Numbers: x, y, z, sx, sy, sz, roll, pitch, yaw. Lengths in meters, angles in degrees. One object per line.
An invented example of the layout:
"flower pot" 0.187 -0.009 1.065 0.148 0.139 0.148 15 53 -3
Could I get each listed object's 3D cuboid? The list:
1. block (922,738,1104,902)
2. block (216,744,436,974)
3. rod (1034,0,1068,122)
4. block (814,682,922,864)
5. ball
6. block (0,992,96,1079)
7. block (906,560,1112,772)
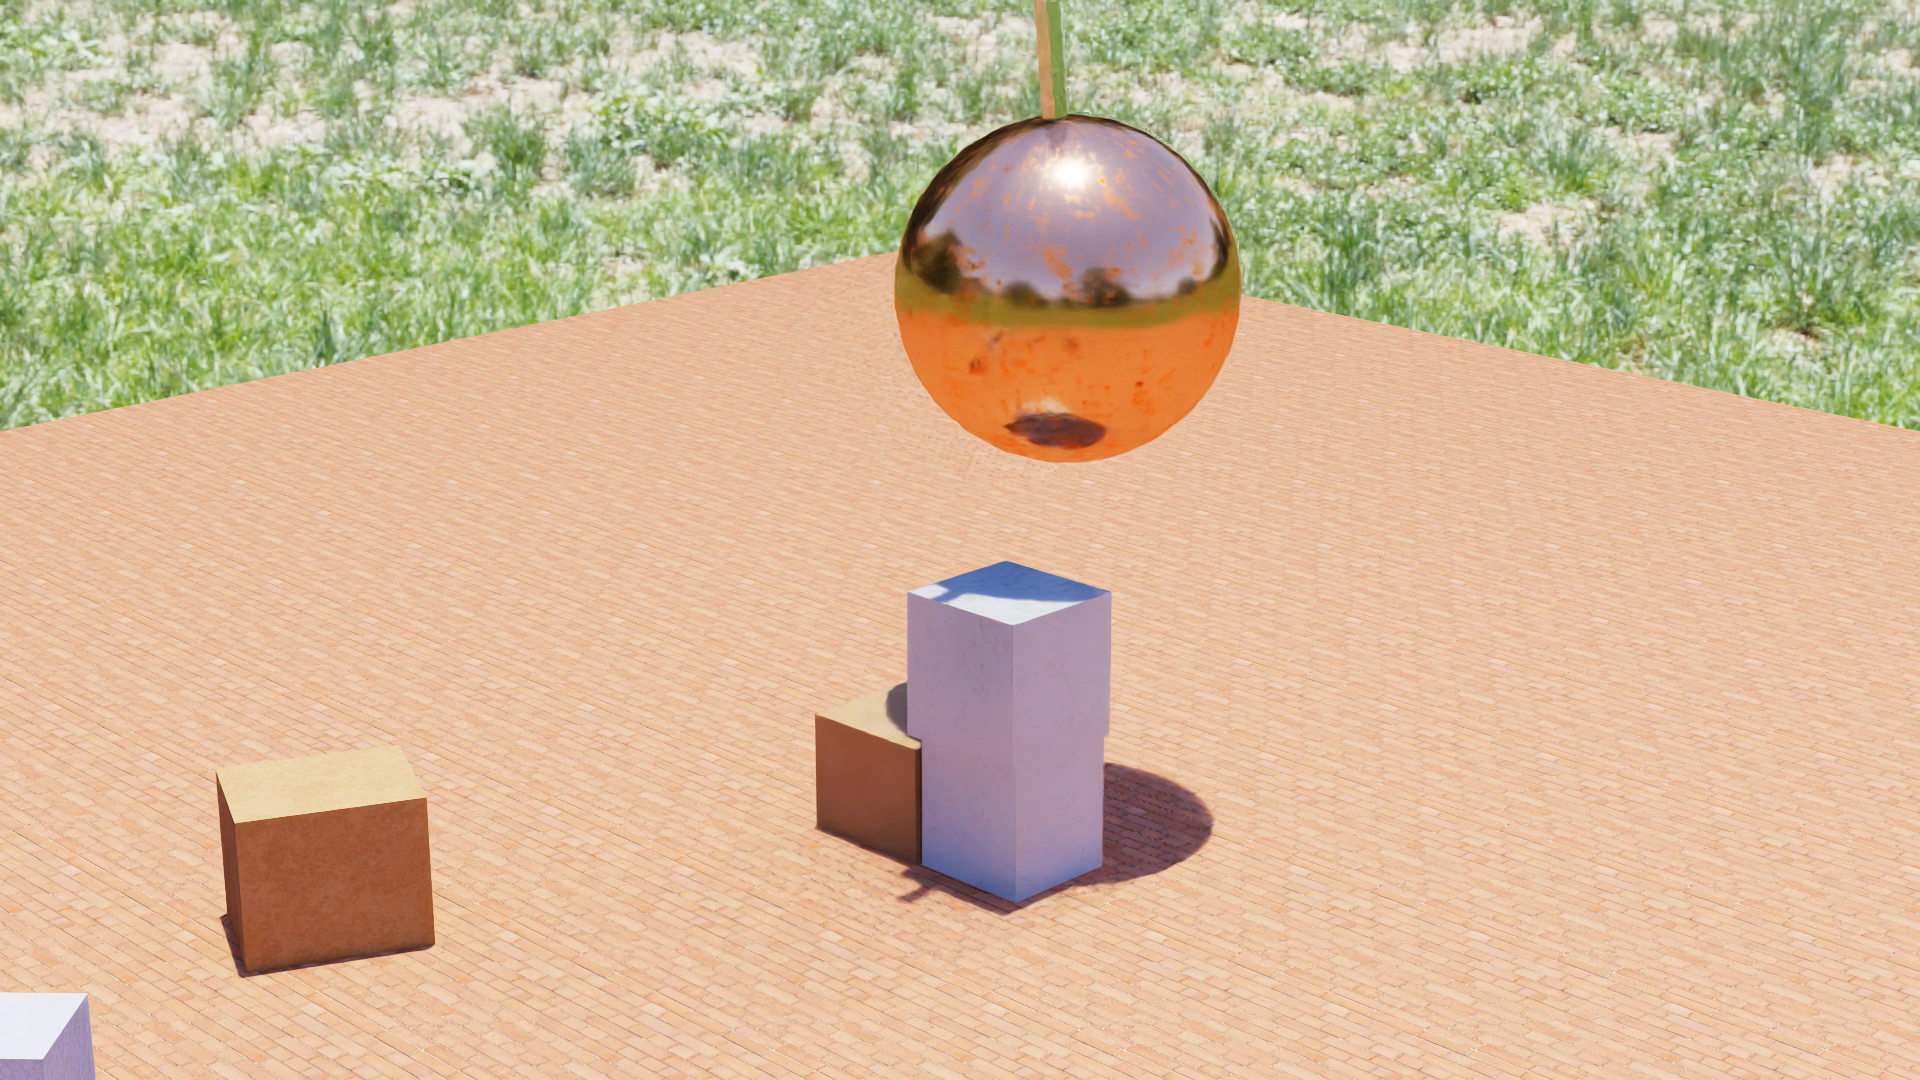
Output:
"block" 0.240 1.195 13.459 0.575 0.650 0.601 -17 24 -42
"block" -2.773 1.380 12.803 0.806 0.690 0.655 -6 19 -20
"rod" 0.214 -4.292 12.217 0.080 5.200 0.080 17 31 42
"block" -0.220 1.093 13.918 0.674 0.570 0.641 16 24 42
"ball" 0.494 -1.154 13.496 1.600 1.600 1.600 0 17 0
"block" -3.619 2.044 11.027 0.559 0.488 0.535 0 17 1
"block" 0.221 0.560 13.252 0.658 0.686 0.644 16 24 42
